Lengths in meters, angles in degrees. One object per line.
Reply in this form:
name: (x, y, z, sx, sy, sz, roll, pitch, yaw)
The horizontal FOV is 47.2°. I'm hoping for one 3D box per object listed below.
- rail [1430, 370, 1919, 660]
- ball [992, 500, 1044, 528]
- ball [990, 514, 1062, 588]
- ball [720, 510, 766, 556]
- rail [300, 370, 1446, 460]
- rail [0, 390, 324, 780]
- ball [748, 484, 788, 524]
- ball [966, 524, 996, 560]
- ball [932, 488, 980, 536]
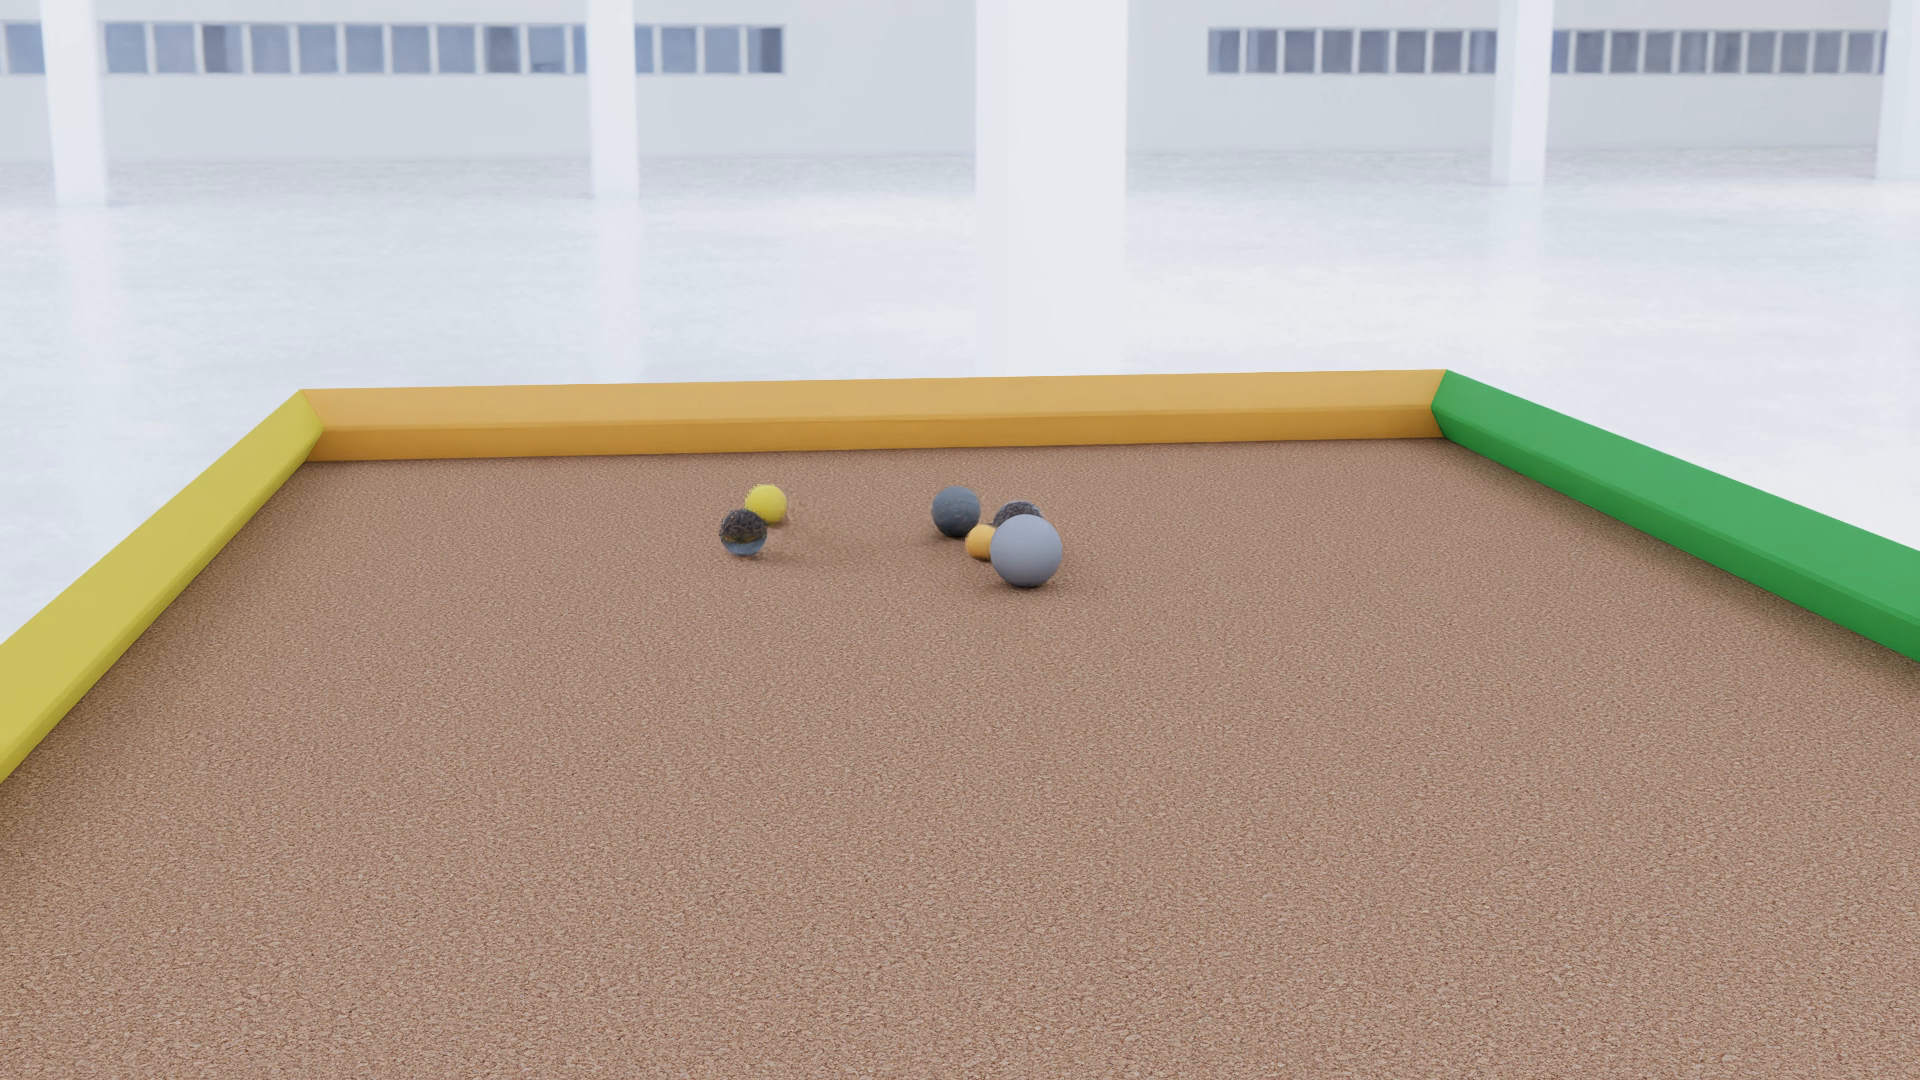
rail: (1.156, 0.148, 2.276, 0.045, 0.129, 3.958, -2, 12, -7)
ball: (0.086, -0.019, 3.186, 0.077, 0.077, 0.077, 0, 12, 0)
ball: (0.089, 0.015, 2.978, 0.099, 0.099, 0.099, 0, 12, 0)
ball: (-0.313, -0.010, 3.169, 0.068, 0.068, 0.068, 0, 12, 0)
rail: (-0.123, -0.229, 4.044, 2.124, 0.129, 0.045, -2, 12, -7)
rail: (-0.904, 0.203, 2.018, 0.045, 0.129, 3.958, -2, 12, -7)
ball: (-0.297, -0.054, 3.389, 0.062, 0.062, 0.062, 0, 12, 0)
ball: (0.035, 0.003, 3.149, 0.050, 0.050, 0.050, 0, 12, 0)
ball: (-0.006, -0.042, 3.302, 0.074, 0.074, 0.074, 0, 12, 0)
